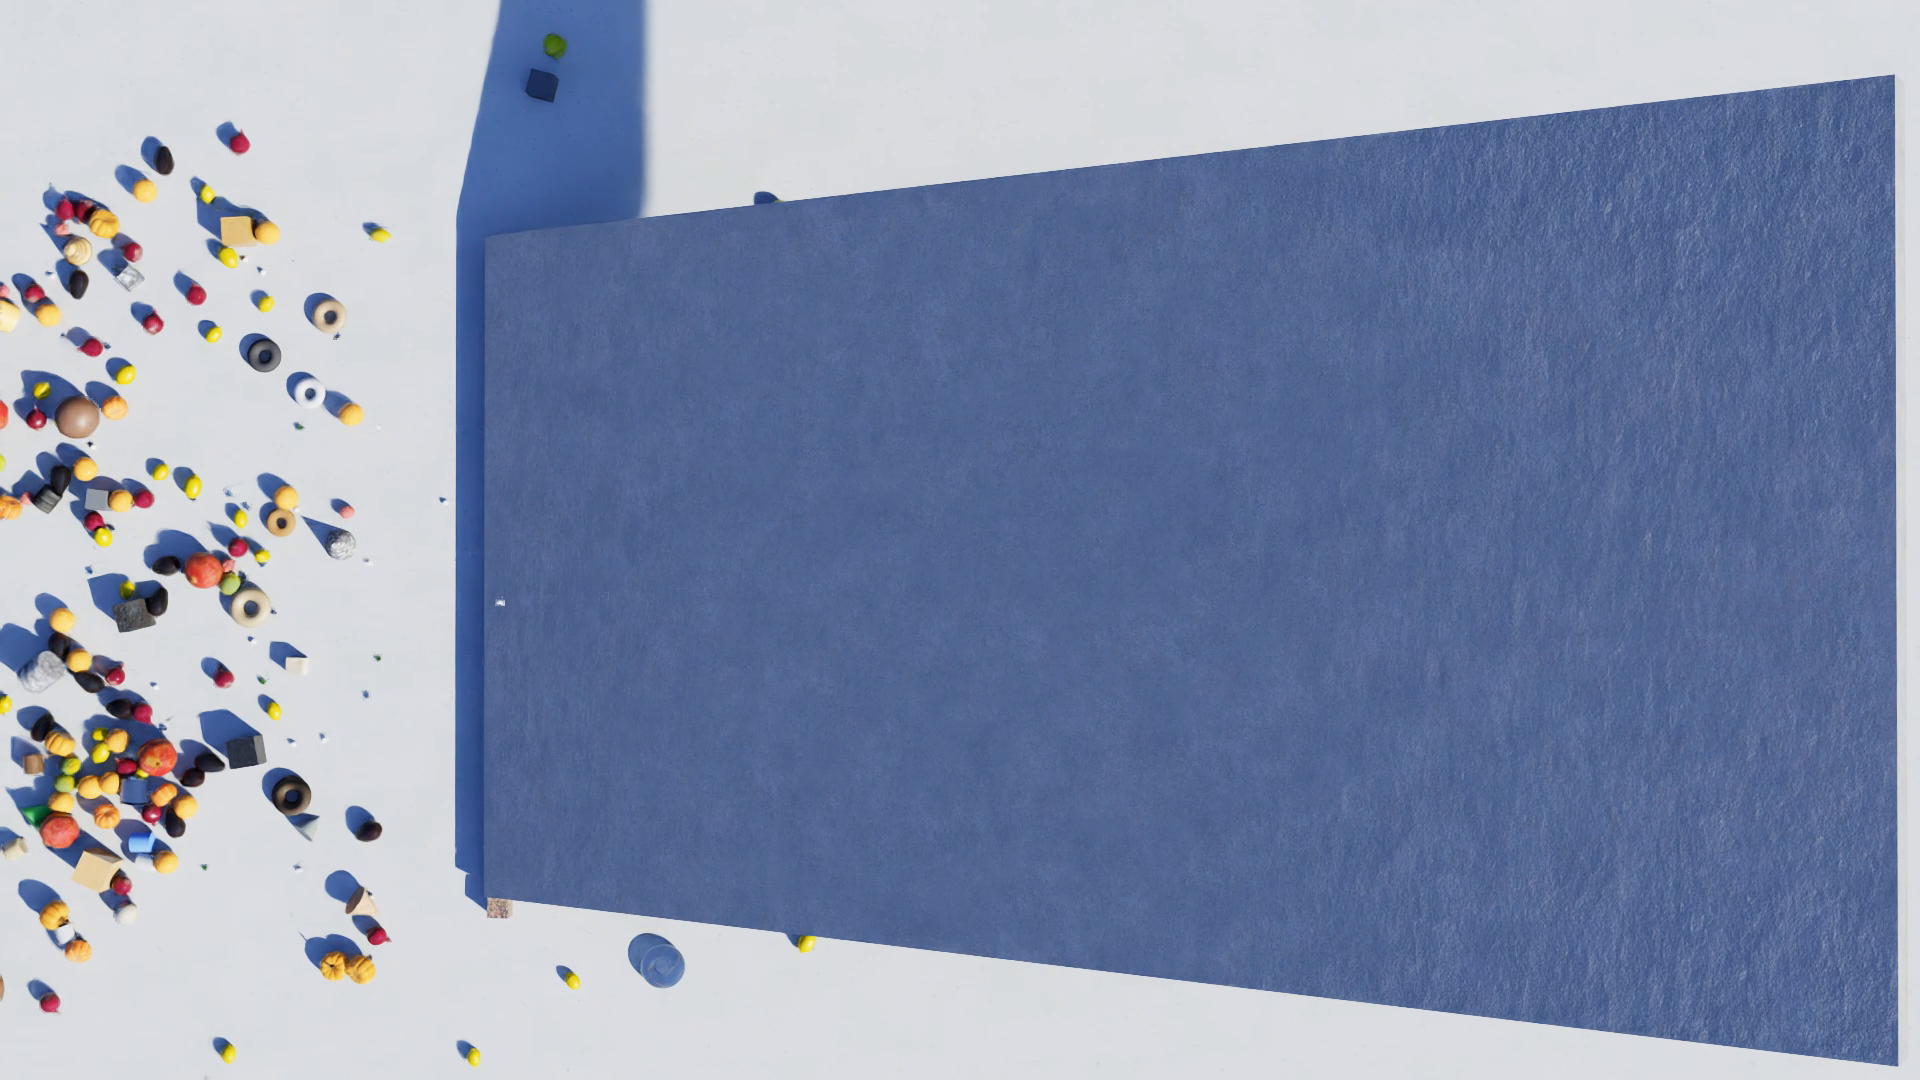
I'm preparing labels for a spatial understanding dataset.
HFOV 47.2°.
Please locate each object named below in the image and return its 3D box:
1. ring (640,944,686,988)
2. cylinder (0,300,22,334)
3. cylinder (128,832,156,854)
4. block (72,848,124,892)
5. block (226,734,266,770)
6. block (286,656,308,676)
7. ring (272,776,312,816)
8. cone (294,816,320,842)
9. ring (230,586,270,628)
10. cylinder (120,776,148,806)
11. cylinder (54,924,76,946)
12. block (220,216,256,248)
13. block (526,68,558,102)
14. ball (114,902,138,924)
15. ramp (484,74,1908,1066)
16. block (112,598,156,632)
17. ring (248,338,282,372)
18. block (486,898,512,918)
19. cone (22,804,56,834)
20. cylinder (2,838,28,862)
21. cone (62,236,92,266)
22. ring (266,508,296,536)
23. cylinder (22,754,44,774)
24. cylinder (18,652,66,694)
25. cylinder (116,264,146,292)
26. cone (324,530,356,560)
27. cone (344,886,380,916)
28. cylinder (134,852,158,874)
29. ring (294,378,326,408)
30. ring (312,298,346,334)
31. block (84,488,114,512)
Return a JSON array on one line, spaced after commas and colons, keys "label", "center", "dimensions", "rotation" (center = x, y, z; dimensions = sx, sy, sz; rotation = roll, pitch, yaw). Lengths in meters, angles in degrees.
[{"label": "ring", "center": [-0.905, 1.299, 6.703], "dimensions": [0.137, 0.046, 0.137], "rotation": [0, 91, 0]}, {"label": "cylinder", "center": [-2.916, -0.685, 6.681], "dimensions": [0.087, 0.087, 0.087], "rotation": [29, 89, -37]}, {"label": "cylinder", "center": [-2.491, 0.921, 6.699], "dimensions": [0.060, 0.060, 0.060], "rotation": [7, 90, 13]}, {"label": "block", "center": [-2.619, 1.001, 6.680], "dimensions": [0.095, 0.095, 0.095], "rotation": [24, 90, 0]}, {"label": "block", "center": [-2.170, 0.645, 6.688], "dimensions": [0.086, 0.086, 0.086], "rotation": [-9, 90, 0]}, {"label": "block", "center": [-2.022, 0.384, 6.707], "dimensions": [0.052, 0.052, 0.052], "rotation": [2, 90, 0]}, {"label": "ring", "center": [-2.039, 0.781, 6.710], "dimensions": [0.120, 0.040, 0.120], "rotation": [0, 90, -1]}, {"label": "cone", "center": [-1.978, 0.870, 6.713], "dimensions": [0.074, 0.074, 0.074], "rotation": [41, 63, 0]}, {"label": "ring", "center": [-2.167, 0.205, 6.714], "dimensions": [0.126, 0.042, 0.126], "rotation": [0, 90, -1]}, {"label": "cylinder", "center": [-2.513, 0.764, 6.692], "dimensions": [0.076, 0.076, 0.076], "rotation": [6, 90, 0]}, {"label": "cylinder", "center": [-2.726, 1.202, 6.700], "dimensions": [0.053, 0.053, 0.053], "rotation": [-18, 90, 0]}, {"label": "block", "center": [-2.198, -0.939, 6.704], "dimensions": [0.080, 0.080, 0.080], "rotation": [-3, 90, 0]}, {"label": "block", "center": [-1.275, -1.386, 6.711], "dimensions": [0.073, 0.073, 0.073], "rotation": [15, 90, 0]}, {"label": "ball", "center": [-2.536, 1.133, 6.693], "dimensions": [0.067, 0.067, 0.067], "rotation": [0, 90, 0]}, {"label": "ramp", "center": [0.252, 0.069, 5.583], "dimensions": [4.000, 0.100, 2.000], "rotation": [0, 89, 34]}, {"label": "block", "center": [-2.513, 0.229, 6.692], "dimensions": [0.085, 0.085, 0.085], "rotation": [-15, 90, 0]}, {"label": "ring", "center": [-2.127, -0.563, 6.724], "dimensions": [0.104, 0.035, 0.104], "rotation": [0, 88, 0]}, {"label": "block", "center": [-1.401, 1.115, 6.695], "dimensions": [0.064, 0.064, 0.064], "rotation": [1, 90, 0]}, {"label": "cone", "center": [-2.793, 0.831, 6.708], "dimensions": [0.094, 0.094, 0.094], "rotation": [-38, 90, -27]}, {"label": "cylinder", "center": [-2.880, 0.945, 6.702], "dimensions": [0.052, 0.052, 0.052], "rotation": [-33, 90, 0]}, {"label": "cone", "center": [-2.707, -0.887, 6.697], "dimensions": [0.093, 0.093, 0.093], "rotation": [0, 90, 0]}, {"label": "ring", "center": [-2.076, -0.054, 6.722], "dimensions": [0.089, 0.030, 0.089], "rotation": [0, 91, -1]}, {"label": "cylinder", "center": [-2.823, 0.683, 6.702], "dimensions": [0.057, 0.057, 0.057], "rotation": [-6, 90, 0]}, {"label": "cylinder", "center": [-2.787, 0.403, 6.671], "dimensions": [0.096, 0.096, 0.096], "rotation": [-32, 90, 21]}, {"label": "cylinder", "center": [-2.530, -0.798, 6.704], "dimensions": [0.061, 0.061, 0.061], "rotation": [-42, 111, 0]}, {"label": "cone", "center": [-1.898, 0.014, 6.688], "dimensions": [0.097, 0.097, 0.097], "rotation": [0, 90, 0]}, {"label": "cone", "center": [-1.807, 1.122, 6.705], "dimensions": [0.095, 0.095, 0.095], "rotation": [38, 90, -26]}, {"label": "cylinder", "center": [-2.479, 0.983, 6.702], "dimensions": [0.052, 0.052, 0.052], "rotation": [25, 90, -22]}, {"label": "ring", "center": [-1.989, -0.449, 6.724], "dimensions": [0.097, 0.032, 0.097], "rotation": [0, 90, 1]}, {"label": "ring", "center": [-1.928, -0.684, 6.725], "dimensions": [0.107, 0.036, 0.107], "rotation": [0, 90, 1]}, {"label": "block", "center": [-2.623, -0.122, 6.706], "dimensions": [0.062, 0.062, 0.062], "rotation": [7, 90, 0]}]
